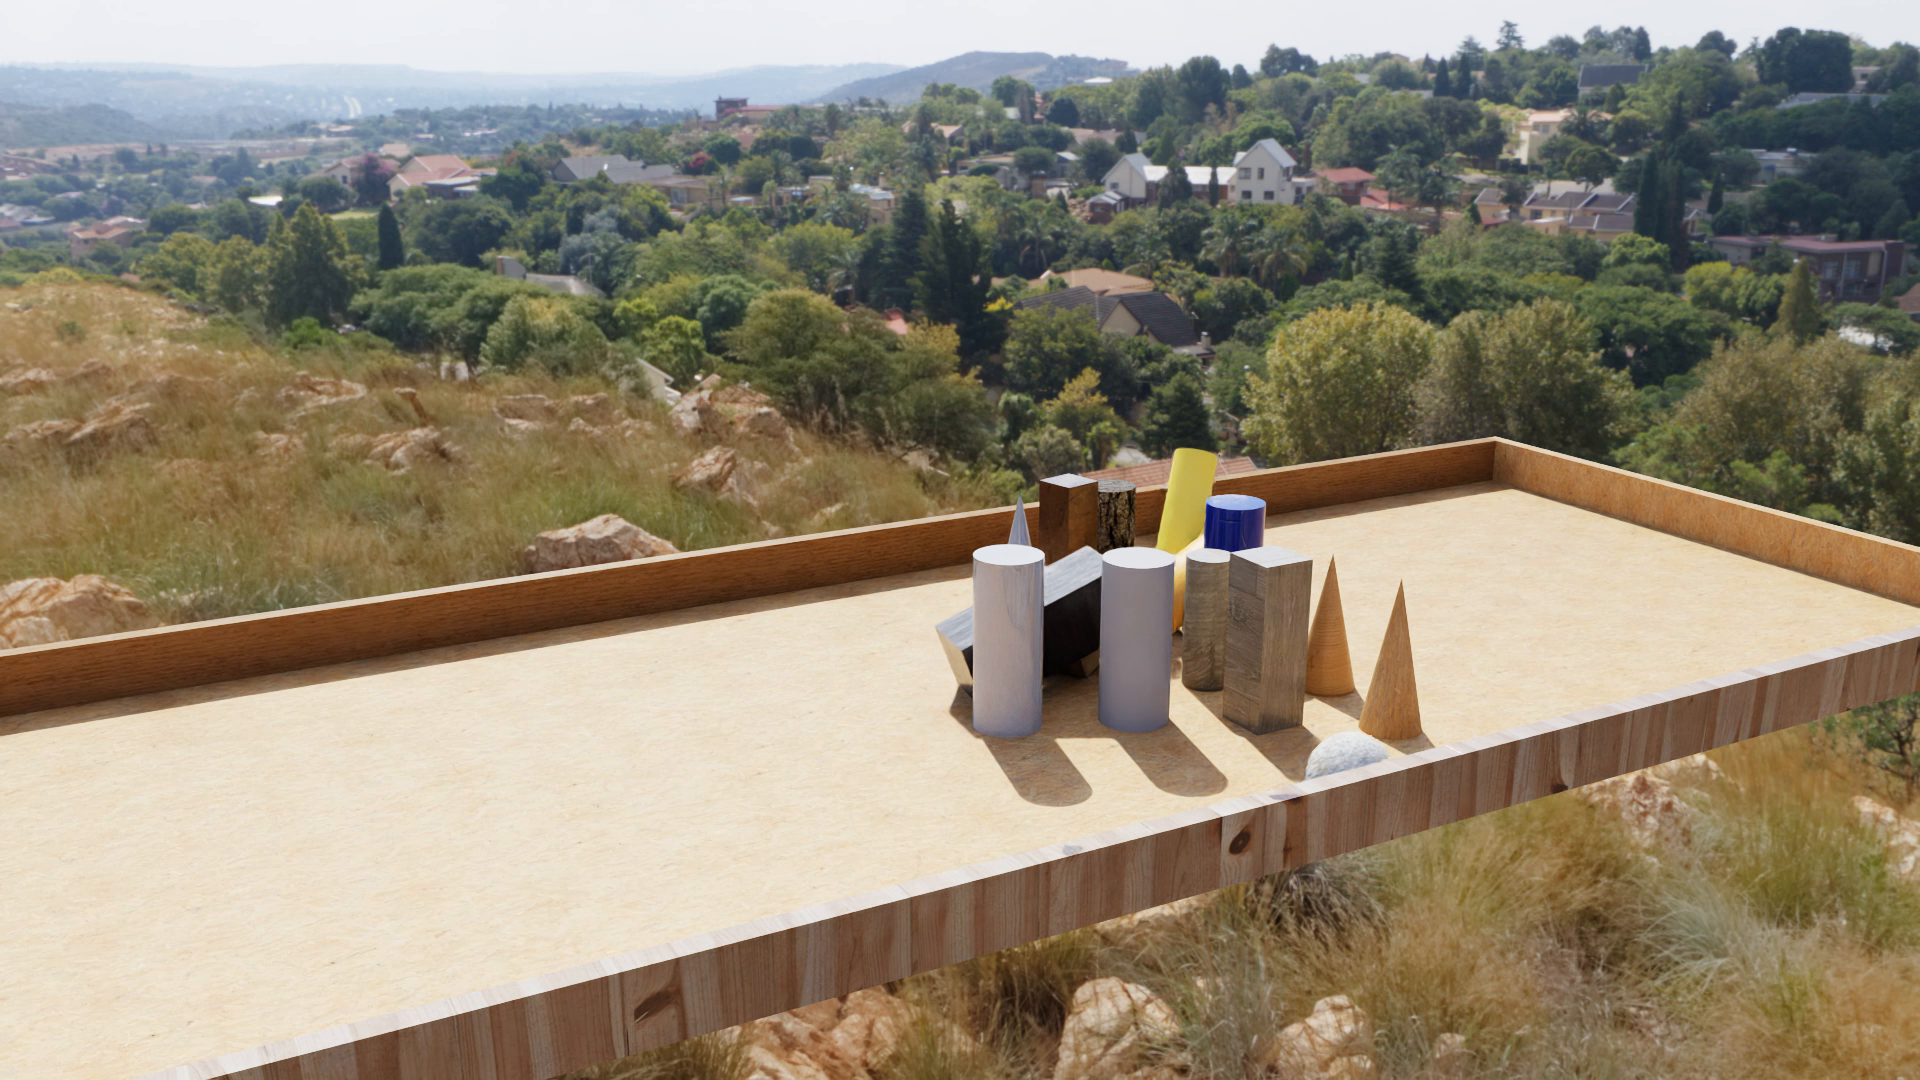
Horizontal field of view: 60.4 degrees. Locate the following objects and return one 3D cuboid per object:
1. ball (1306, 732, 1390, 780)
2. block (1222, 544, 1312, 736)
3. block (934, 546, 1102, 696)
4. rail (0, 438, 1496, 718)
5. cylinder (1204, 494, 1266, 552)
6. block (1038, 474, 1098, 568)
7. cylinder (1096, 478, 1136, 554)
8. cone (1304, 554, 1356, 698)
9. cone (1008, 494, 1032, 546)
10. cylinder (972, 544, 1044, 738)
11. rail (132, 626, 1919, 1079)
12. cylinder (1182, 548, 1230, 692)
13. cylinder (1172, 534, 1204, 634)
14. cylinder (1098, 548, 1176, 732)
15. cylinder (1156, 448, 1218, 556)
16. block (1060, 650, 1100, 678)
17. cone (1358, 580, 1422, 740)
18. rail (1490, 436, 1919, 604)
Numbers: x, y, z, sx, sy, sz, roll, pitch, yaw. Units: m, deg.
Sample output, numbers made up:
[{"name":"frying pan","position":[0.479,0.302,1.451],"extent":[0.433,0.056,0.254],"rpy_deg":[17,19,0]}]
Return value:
[{"name":"ball","position":[0.803,0.484,3.400],"extent":[0.174,0.174,0.174],"rpy_deg":[0,16,0]},{"name":"block","position":[0.715,0.232,3.844],"extent":[0.133,0.407,0.133],"rpy_deg":[-9,19,-28]},{"name":"block","position":[0.190,0.212,4.049],"extent":[0.442,0.176,0.176],"rpy_deg":[-27,25,-13]},{"name":"rail","position":[-3.305,0.497,3.399],"extent":[12.000,0.150,0.050],"rpy_deg":[-9,18,-27]},{"name":"cylinder","position":[0.718,0.090,4.351],"extent":[0.155,0.393,0.155],"rpy_deg":[0,16,0]},{"name":"block","position":[0.301,0.018,4.617],"extent":[0.115,0.381,0.115],"rpy_deg":[-14,22,-40]},{"name":"cylinder","position":[0.436,-0.015,4.870],"extent":[0.157,0.302,0.157],"rpy_deg":[0,16,0]},{"name":"cone","position":[0.909,0.197,4.066],"extent":[0.151,0.348,0.151],"rpy_deg":[0,16,0]},{"name":"cone","position":[0.156,0.075,4.342],"extent":[0.180,0.427,0.180],"rpy_deg":[0,16,0]},{"name":"cylinder","position":[0.111,0.233,3.822],"extent":[0.164,0.417,0.164],"rpy_deg":[0,16,0]},{"name":"rail","position":[-2.336,1.006,1.665],"extent":[12.000,0.150,0.050],"rpy_deg":[-9,18,-27]},{"name":"cylinder","position":[0.614,0.199,4.086],"extent":[0.118,0.335,0.118],"rpy_deg":[0,16,0]},{"name":"cylinder","position":[0.654,0.096,4.526],"extent":[0.370,0.163,0.163],"rpy_deg":[-35,33,-28]},{"name":"cylinder","position":[0.411,0.232,3.857],"extent":[0.168,0.399,0.168],"rpy_deg":[0,16,0]},{"name":"cylinder","position":[0.633,-0.034,4.692],"extent":[0.125,0.437,0.125],"rpy_deg":[12,-12,3]},{"name":"block","position":[0.378,0.189,4.269],"extent":[0.104,0.104,0.377],"rpy_deg":[14,45,39]},{"name":"cone","position":[1.006,0.262,3.807],"extent":[0.145,0.370,0.145],"rpy_deg":[0,16,0]},{"name":"rail","position":[2.466,-0.048,5.253],"extent":[0.050,0.150,2.100],"rpy_deg":[-9,18,-27]}]
